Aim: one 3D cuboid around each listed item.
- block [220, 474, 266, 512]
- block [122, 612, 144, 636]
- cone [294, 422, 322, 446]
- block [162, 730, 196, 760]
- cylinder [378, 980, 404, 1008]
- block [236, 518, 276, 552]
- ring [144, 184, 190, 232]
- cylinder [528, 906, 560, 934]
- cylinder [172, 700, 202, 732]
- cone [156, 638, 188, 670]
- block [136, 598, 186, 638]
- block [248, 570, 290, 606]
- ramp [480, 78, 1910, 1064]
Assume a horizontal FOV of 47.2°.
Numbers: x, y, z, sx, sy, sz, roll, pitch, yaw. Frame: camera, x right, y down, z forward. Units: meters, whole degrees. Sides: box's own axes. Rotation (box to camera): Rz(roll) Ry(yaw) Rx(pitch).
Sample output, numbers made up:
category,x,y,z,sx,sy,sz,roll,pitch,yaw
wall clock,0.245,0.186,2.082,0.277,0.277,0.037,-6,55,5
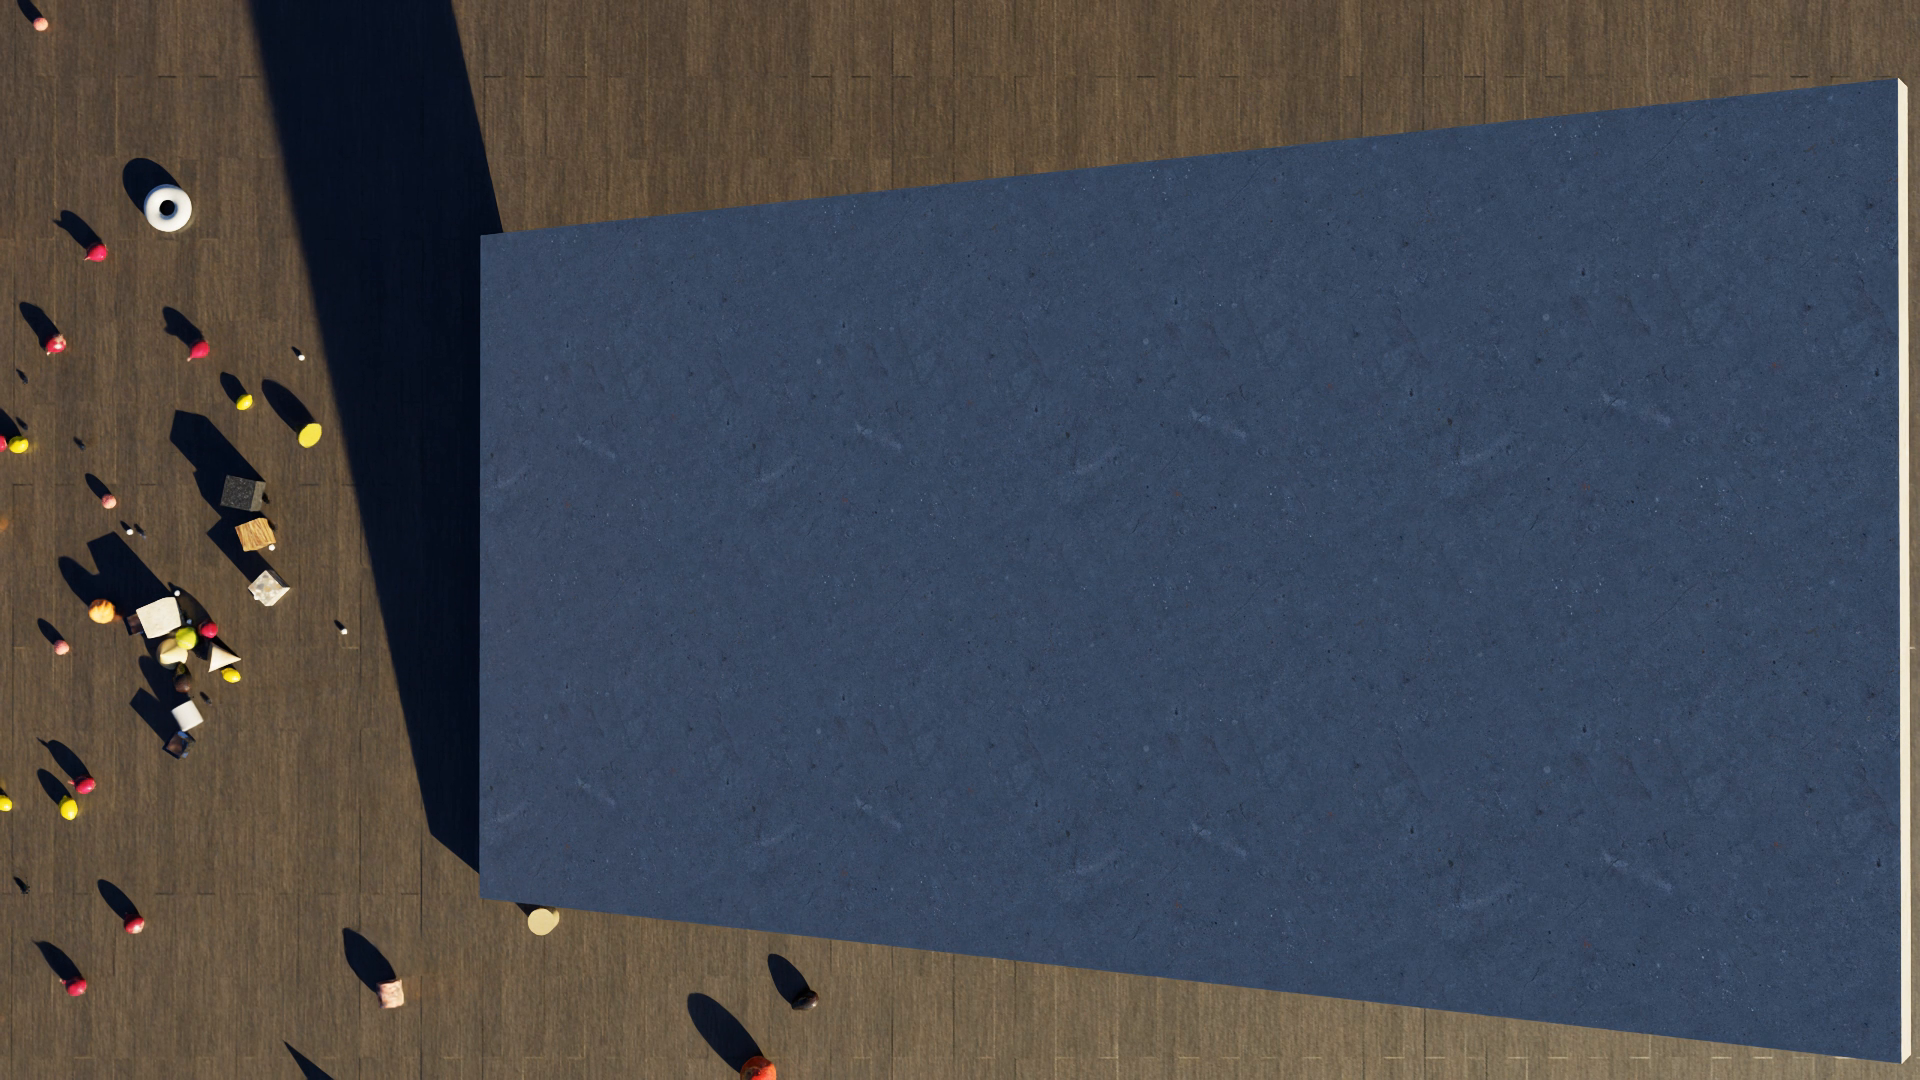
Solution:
category,x,y,z,sx,sy,sz,roll,pitch,yaw
block,-2.176,-0.141,6.677,0.093,0.093,0.093,12,90,0
block,-2.500,0.253,6.691,0.058,0.058,0.058,-20,90,0
cone,-2.006,-0.339,6.707,0.080,0.080,0.080,33,90,27
block,-2.375,0.623,6.687,0.061,0.061,0.061,33,90,0
cylinder,-1.729,1.377,6.675,0.072,0.072,0.072,-7,90,0
block,-2.140,-0.016,6.684,0.078,0.078,0.078,-21,90,0
ring,-2.417,-1.014,6.708,0.144,0.048,0.144,0,91,0
cylinder,-1.263,1.152,6.673,0.080,0.080,0.080,0,90,0
cylinder,-2.349,0.535,6.683,0.069,0.069,0.069,-30,90,0
cone,-2.409,0.347,6.671,0.096,0.096,0.096,0,90,0
block,-2.423,0.235,6.674,0.093,0.093,0.093,-23,90,0
block,-2.099,0.145,6.683,0.076,0.076,0.076,-45,90,0
ramp,0.256,0.070,5.592,4.000,0.100,2.000,0,89,33
